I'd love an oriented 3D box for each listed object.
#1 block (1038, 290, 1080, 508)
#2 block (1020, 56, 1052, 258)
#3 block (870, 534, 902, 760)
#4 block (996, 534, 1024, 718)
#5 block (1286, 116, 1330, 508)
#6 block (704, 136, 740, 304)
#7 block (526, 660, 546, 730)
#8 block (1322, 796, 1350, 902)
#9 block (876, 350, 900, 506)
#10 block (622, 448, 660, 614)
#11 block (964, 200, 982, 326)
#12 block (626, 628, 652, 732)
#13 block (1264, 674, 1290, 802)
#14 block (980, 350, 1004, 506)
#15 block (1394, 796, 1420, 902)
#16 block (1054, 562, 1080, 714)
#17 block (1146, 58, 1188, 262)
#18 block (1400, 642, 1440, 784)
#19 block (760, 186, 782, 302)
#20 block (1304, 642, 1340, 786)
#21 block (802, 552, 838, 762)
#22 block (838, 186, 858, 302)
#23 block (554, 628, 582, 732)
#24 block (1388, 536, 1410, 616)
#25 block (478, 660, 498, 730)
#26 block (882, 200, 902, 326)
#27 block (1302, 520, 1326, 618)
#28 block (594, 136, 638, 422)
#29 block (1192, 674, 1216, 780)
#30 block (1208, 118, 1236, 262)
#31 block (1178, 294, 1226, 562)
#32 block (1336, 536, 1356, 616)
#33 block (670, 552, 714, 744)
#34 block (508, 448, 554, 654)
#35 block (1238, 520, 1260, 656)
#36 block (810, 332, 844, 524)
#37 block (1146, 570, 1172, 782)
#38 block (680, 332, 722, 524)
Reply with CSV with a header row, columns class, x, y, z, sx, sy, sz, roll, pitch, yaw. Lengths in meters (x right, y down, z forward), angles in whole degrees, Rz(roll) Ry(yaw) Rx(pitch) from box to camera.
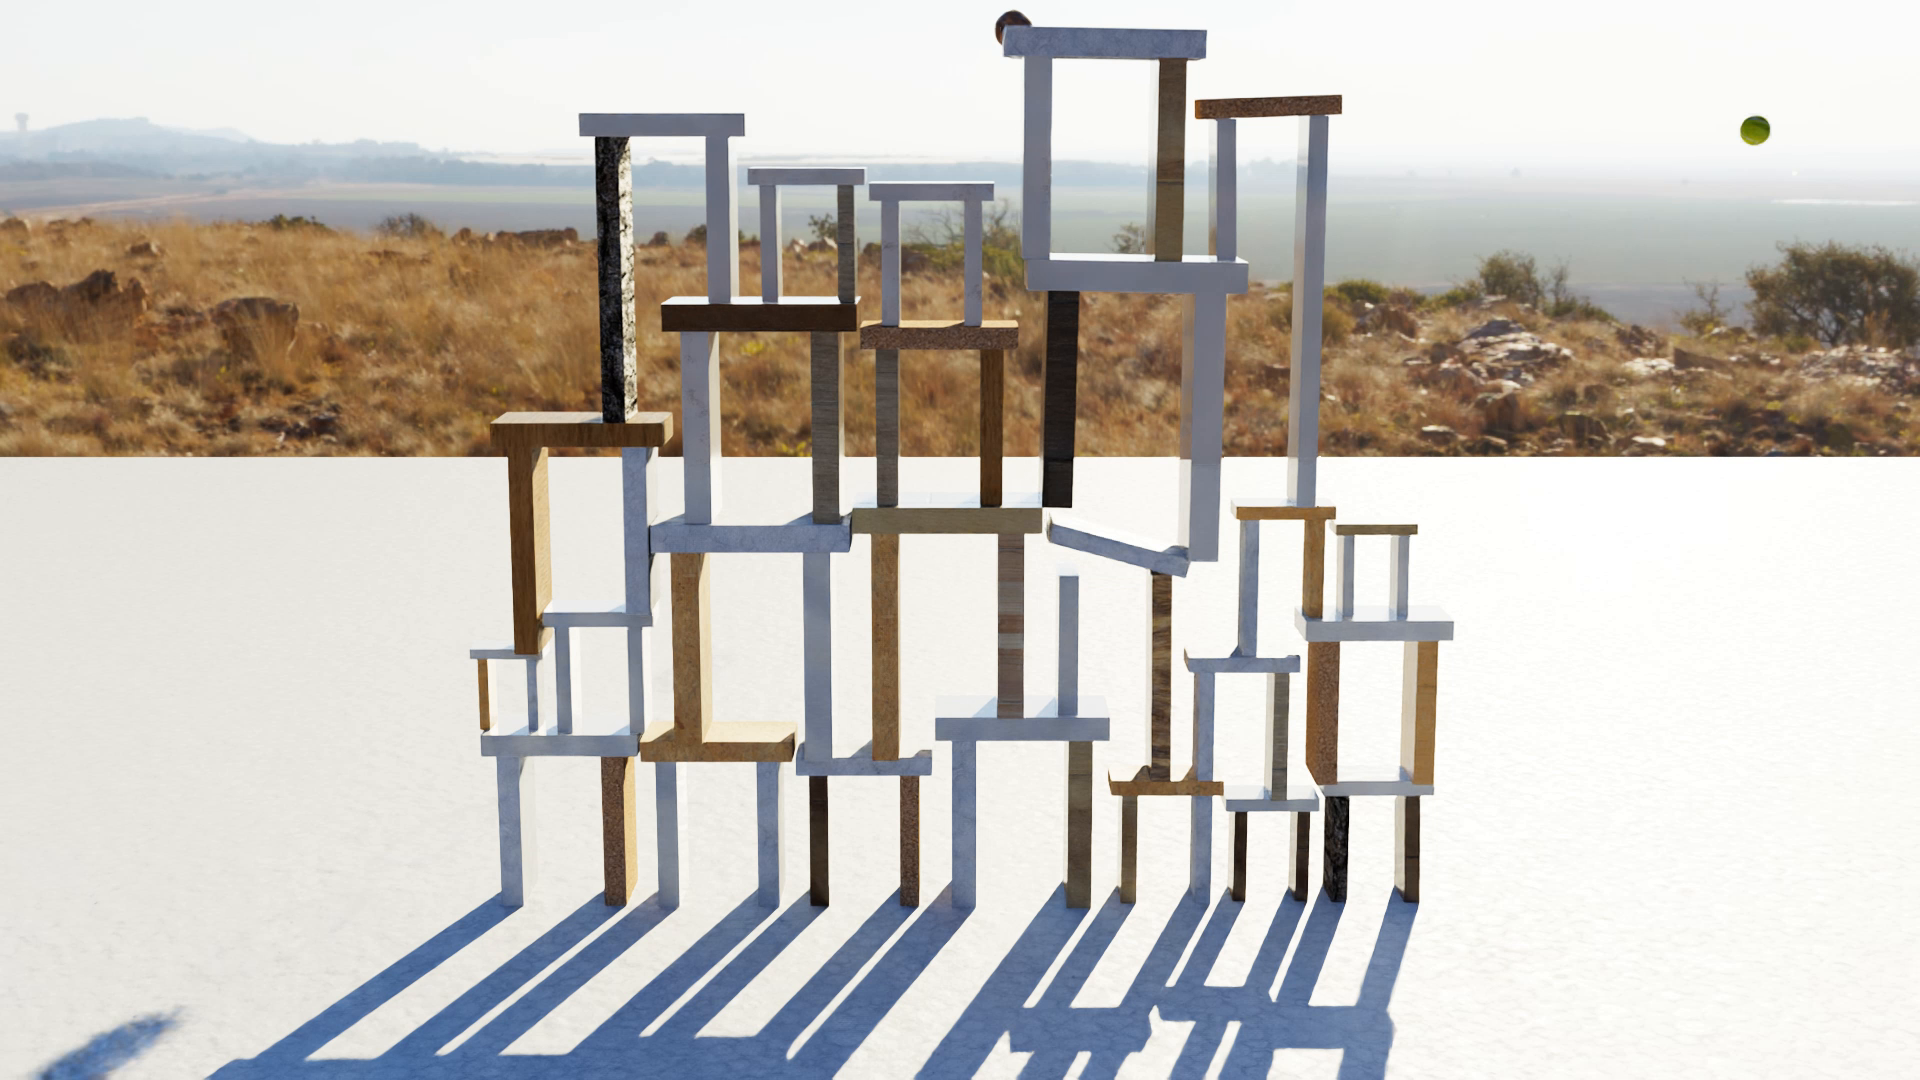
class,x,y,z,sx,sy,sz,roll,pitch,yaw
block,0.157,-0.233,3.518,0.048,0.341,0.171,1,11,0
block,0.118,-0.600,3.448,0.043,0.307,0.153,0,11,0
block,-0.120,0.160,3.585,0.043,0.371,0.151,0,10,0
block,0.081,0.125,3.578,0.043,0.301,0.151,0,11,0
block,0.551,-0.362,3.489,0.031,0.611,0.109,0,11,0
block,-0.375,-0.506,3.470,0.036,0.256,0.128,0,11,0
block,-0.696,0.246,3.606,0.017,0.119,0.059,0,11,0
block,0.625,0.500,3.656,0.026,0.182,0.091,0,10,0
block,-0.115,-0.188,3.528,0.035,0.248,0.124,0,11,0
block,-0.515,-0.026,3.555,0.038,0.270,0.135,0,11,0
block,0.021,-0.439,3.478,0.028,0.194,0.097,0,10,0
block,-0.524,0.219,3.599,0.025,0.176,0.088,0,11,0
block,0.521,0.312,3.614,0.026,0.215,0.090,0,10,0
block,0.050,-0.188,3.528,0.035,0.248,0.124,0,11,0
block,0.743,0.500,3.654,0.026,0.182,0.091,-2,10,1
block,0.175,0.160,3.593,0.032,0.229,0.114,0,11,0
block,0.323,-0.596,3.449,0.043,0.307,0.153,0,11,0
block,0.752,0.269,3.605,0.034,0.239,0.119,0,10,1
block,-0.298,-0.469,3.472,0.026,0.182,0.091,0,11,0
block,0.594,0.270,3.605,0.034,0.238,0.119,0,10,0
block,-0.227,0.174,3.588,0.044,0.342,0.157,0,11,0
block,-0.178,-0.470,3.474,0.026,0.182,0.091,0,11,0
block,-0.641,0.219,3.599,0.025,0.176,0.088,0,11,0
block,0.714,0.051,3.575,0.019,0.132,0.066,-1,11,0
block,-0.775,0.246,3.606,0.017,0.119,0.059,0,11,0
block,-0.109,-0.439,3.479,0.028,0.194,0.097,0,10,0
block,0.573,0.040,3.565,0.023,0.160,0.080,0,11,0
block,-0.544,-0.414,3.485,0.036,0.443,0.128,0,11,0
block,0.400,0.295,3.611,0.026,0.181,0.090,0,10,0
block,0.413,-0.551,3.458,0.031,0.218,0.109,-1,11,0
block,0.387,-0.188,3.527,0.048,0.424,0.171,0,10,0
block,0.627,0.052,3.575,0.019,0.132,0.066,-1,11,0
block,-0.437,0.160,3.586,0.044,0.314,0.157,0,11,0
block,-0.695,0.007,3.561,0.038,0.336,0.135,0,11,0
block,0.468,0.071,3.571,0.023,0.224,0.080,0,11,0
block,-0.212,-0.189,3.530,0.043,0.304,0.152,0,11,0
block,0.325,0.215,3.603,0.032,0.342,0.114,-1,10,0
block,-0.414,-0.189,3.529,0.043,0.304,0.152,0,11,0
